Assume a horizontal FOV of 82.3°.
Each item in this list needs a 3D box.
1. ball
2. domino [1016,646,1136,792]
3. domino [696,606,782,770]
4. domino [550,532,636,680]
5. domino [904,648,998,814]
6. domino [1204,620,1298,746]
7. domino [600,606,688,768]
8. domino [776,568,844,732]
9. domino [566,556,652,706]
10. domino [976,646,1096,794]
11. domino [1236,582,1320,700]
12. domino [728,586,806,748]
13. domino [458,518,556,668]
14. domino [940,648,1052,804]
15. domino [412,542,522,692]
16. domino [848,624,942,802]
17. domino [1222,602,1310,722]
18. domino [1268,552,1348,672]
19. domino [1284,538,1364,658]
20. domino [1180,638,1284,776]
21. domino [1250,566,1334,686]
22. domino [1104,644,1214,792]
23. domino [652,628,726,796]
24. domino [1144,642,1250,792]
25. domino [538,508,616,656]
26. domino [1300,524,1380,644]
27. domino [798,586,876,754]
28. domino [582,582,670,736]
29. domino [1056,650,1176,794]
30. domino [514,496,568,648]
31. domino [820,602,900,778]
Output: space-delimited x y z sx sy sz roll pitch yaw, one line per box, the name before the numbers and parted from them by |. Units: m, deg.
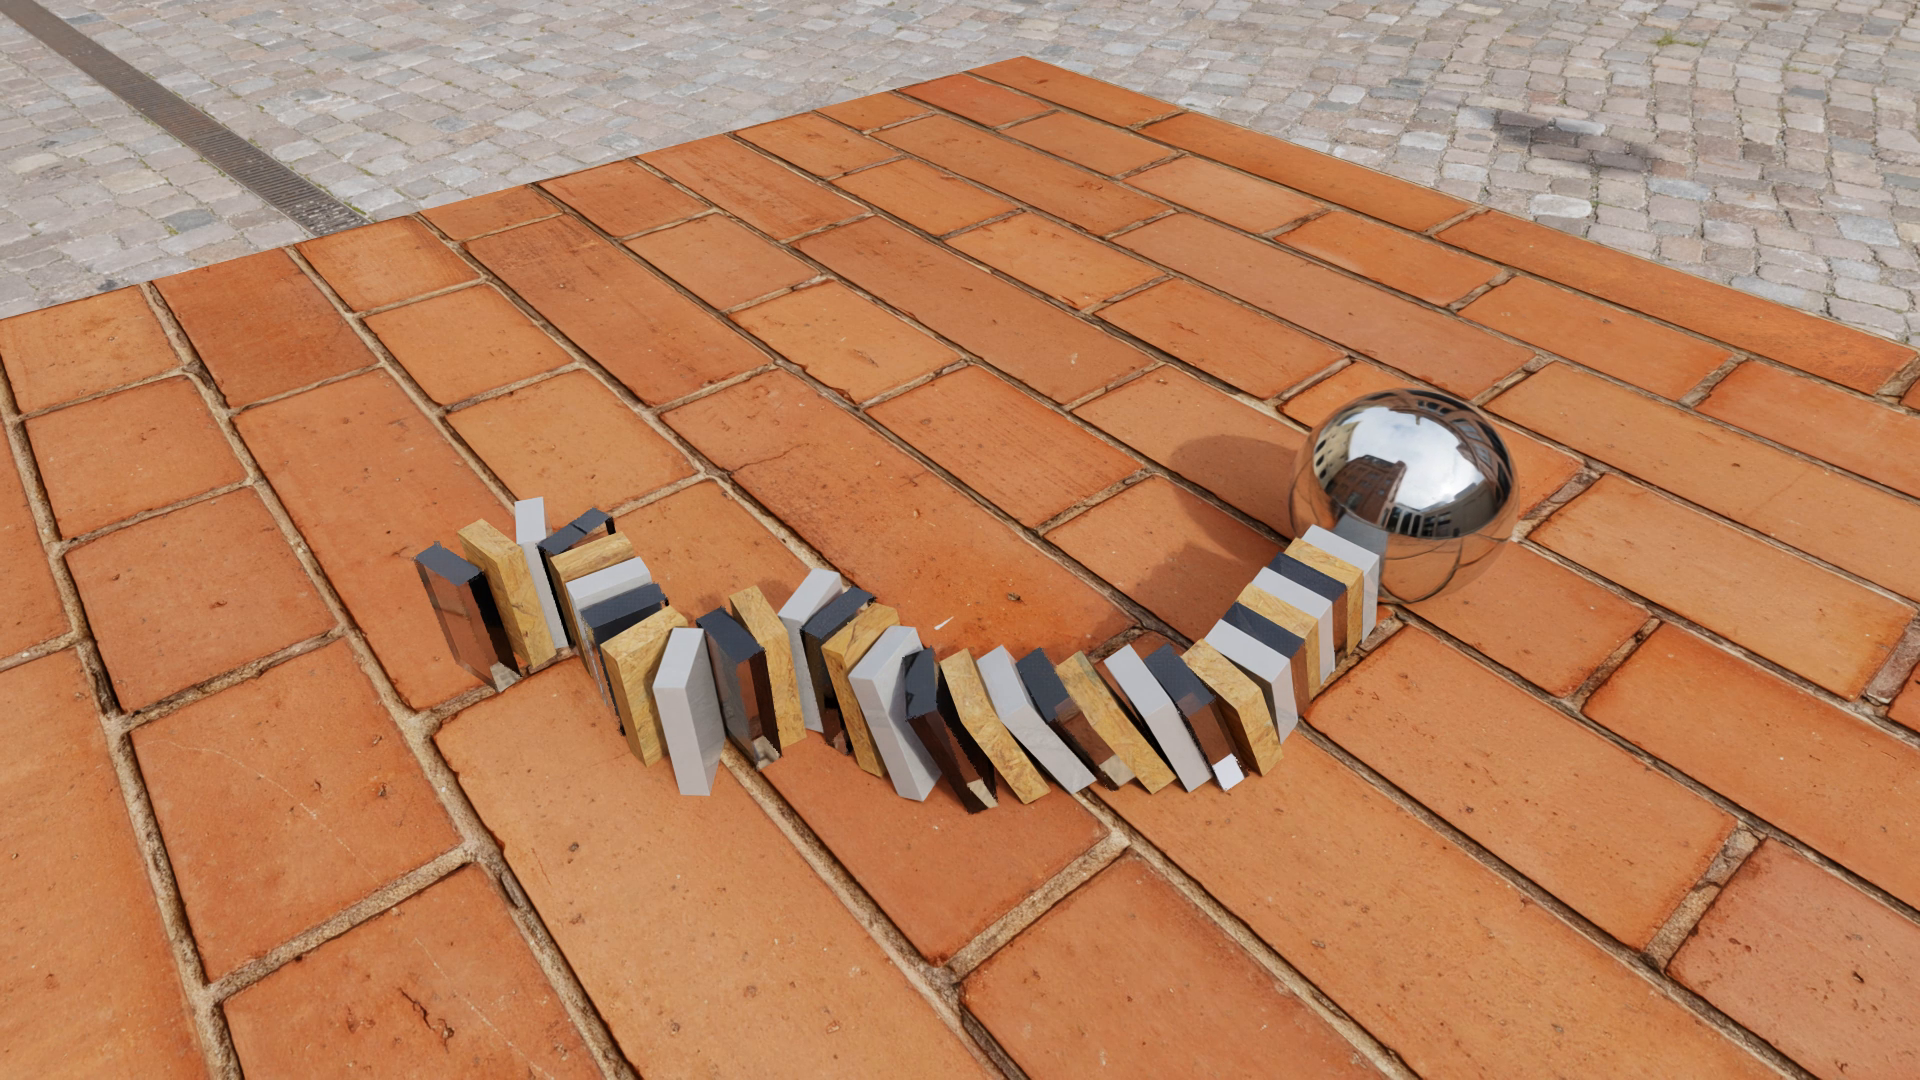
ball | 0.163 -0.016 0.408 0.080 0.080 0.080 0 39 0
domino | 0.037 0.057 0.344 0.010 0.050 0.025 -36 43 5
domino | -0.070 0.048 0.353 0.009 0.050 0.025 -28 47 -30
domino | -0.123 0.023 0.383 0.025 0.050 0.010 -24 45 -26
domino | -0.003 0.059 0.339 0.009 0.050 0.025 -19 39 11
domino | 0.094 0.047 0.355 0.025 0.050 0.010 32 73 33
domino | -0.097 0.048 0.353 0.010 0.050 0.025 32 49 33
domino | -0.047 0.037 0.365 0.009 0.050 0.025 11 39 19
domino | -0.114 0.032 0.373 0.025 0.050 0.010 -22 44 -25
domino | 0.024 0.057 0.344 0.009 0.050 0.025 -33 41 8
domino | 0.107 0.036 0.368 0.025 0.050 0.010 31 73 32
domino | -0.063 0.042 0.360 0.009 0.050 0.025 -22 44 -22
domino | -0.159 0.019 0.388 0.025 0.050 0.009 29 47 30
domino | 0.011 0.058 0.341 0.010 0.050 0.025 -29 42 4
domino | -0.169 0.027 0.378 0.025 0.050 0.010 24 45 27
domino | -0.017 0.054 0.345 0.009 0.050 0.025 3 35 33
domino | 0.101 0.041 0.361 0.025 0.050 0.010 32 73 33
domino | 0.120 0.026 0.381 0.025 0.050 0.009 31 73 32
domino | 0.127 0.021 0.386 0.025 0.050 0.009 31 73 32
domino | 0.086 0.053 0.347 0.009 0.050 0.025 -40 49 -6
domino | 0.113 0.031 0.375 0.025 0.050 0.009 31 73 32
domino | 0.062 0.056 0.343 0.010 0.050 0.025 -34 44 1
domino | -0.084 0.054 0.345 0.009 0.050 0.025 2 39 2
domino | 0.074 0.056 0.344 0.010 0.050 0.025 -34 45 -1
domino | -0.132 0.016 0.392 0.009 0.050 0.025 22 44 24
domino | 0.135 0.016 0.392 0.025 0.050 0.010 31 73 32
domino | -0.036 0.043 0.358 0.010 0.050 0.025 20 43 33
domino | -0.106 0.040 0.363 0.025 0.050 0.009 -23 45 -26
domino | 0.049 0.057 0.343 0.010 0.050 0.025 -36 44 5
domino | -0.149 0.012 0.396 0.010 0.050 0.025 -12 41 -14
domino | -0.026 0.048 0.352 0.009 0.050 0.025 13 39 38
